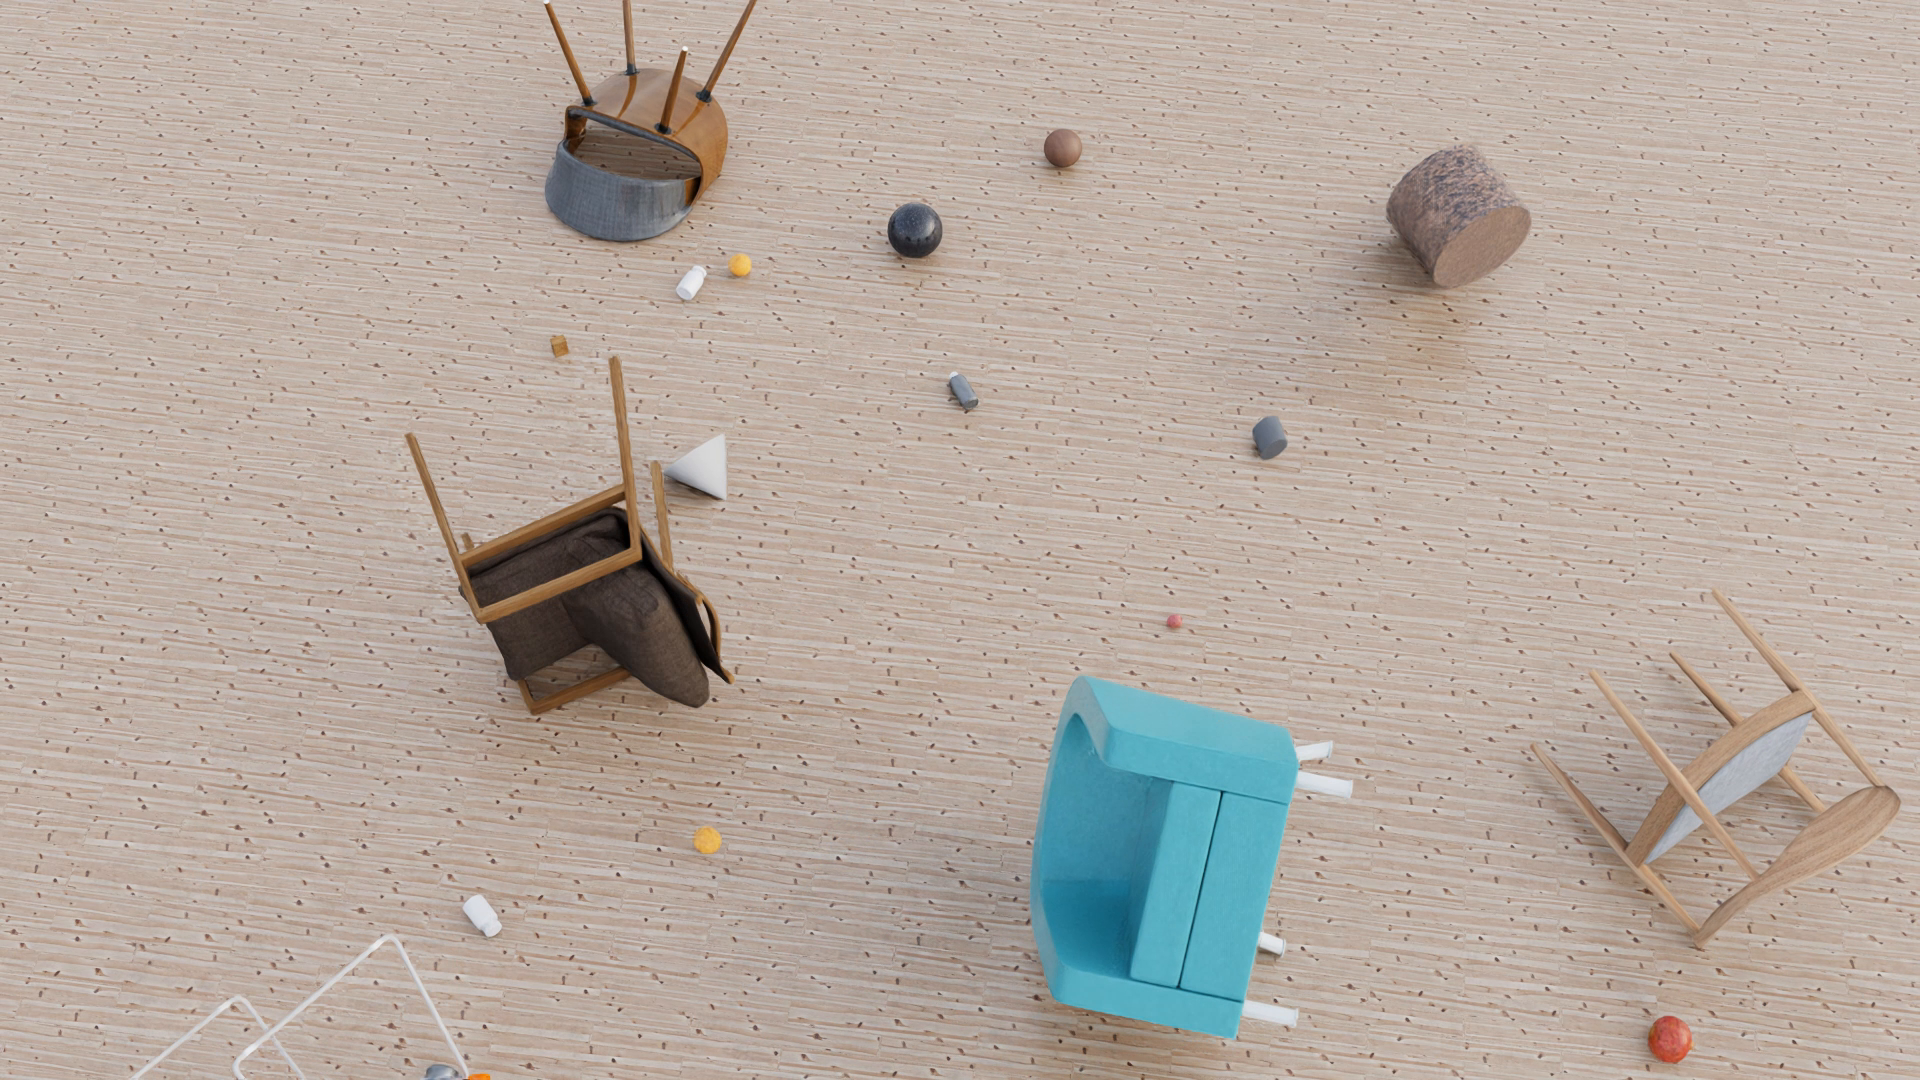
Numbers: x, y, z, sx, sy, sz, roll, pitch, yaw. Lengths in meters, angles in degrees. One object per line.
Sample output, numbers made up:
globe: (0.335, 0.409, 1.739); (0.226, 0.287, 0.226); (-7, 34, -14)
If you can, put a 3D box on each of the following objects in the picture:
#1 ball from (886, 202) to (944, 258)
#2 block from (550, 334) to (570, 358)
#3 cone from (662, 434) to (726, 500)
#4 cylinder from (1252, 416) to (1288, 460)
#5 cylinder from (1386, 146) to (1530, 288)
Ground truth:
ball: (-0.146, -1.006, 7.139); (0.182, 0.182, 0.182); (0, 56, 0)
block: (-1.265, -0.612, 6.946); (0.045, 0.064, 0.029); (-21, 59, -14)
cone: (-0.756, -0.190, 6.653); (0.249, 0.170, 0.175); (-35, 90, -40)
cylinder: (0.947, -0.313, 6.728); (0.069, 0.102, 0.093); (10, 49, -34)
cylinder: (1.599, -1.039, 7.066); (0.358, 0.338, 0.290); (-35, 59, 9)
